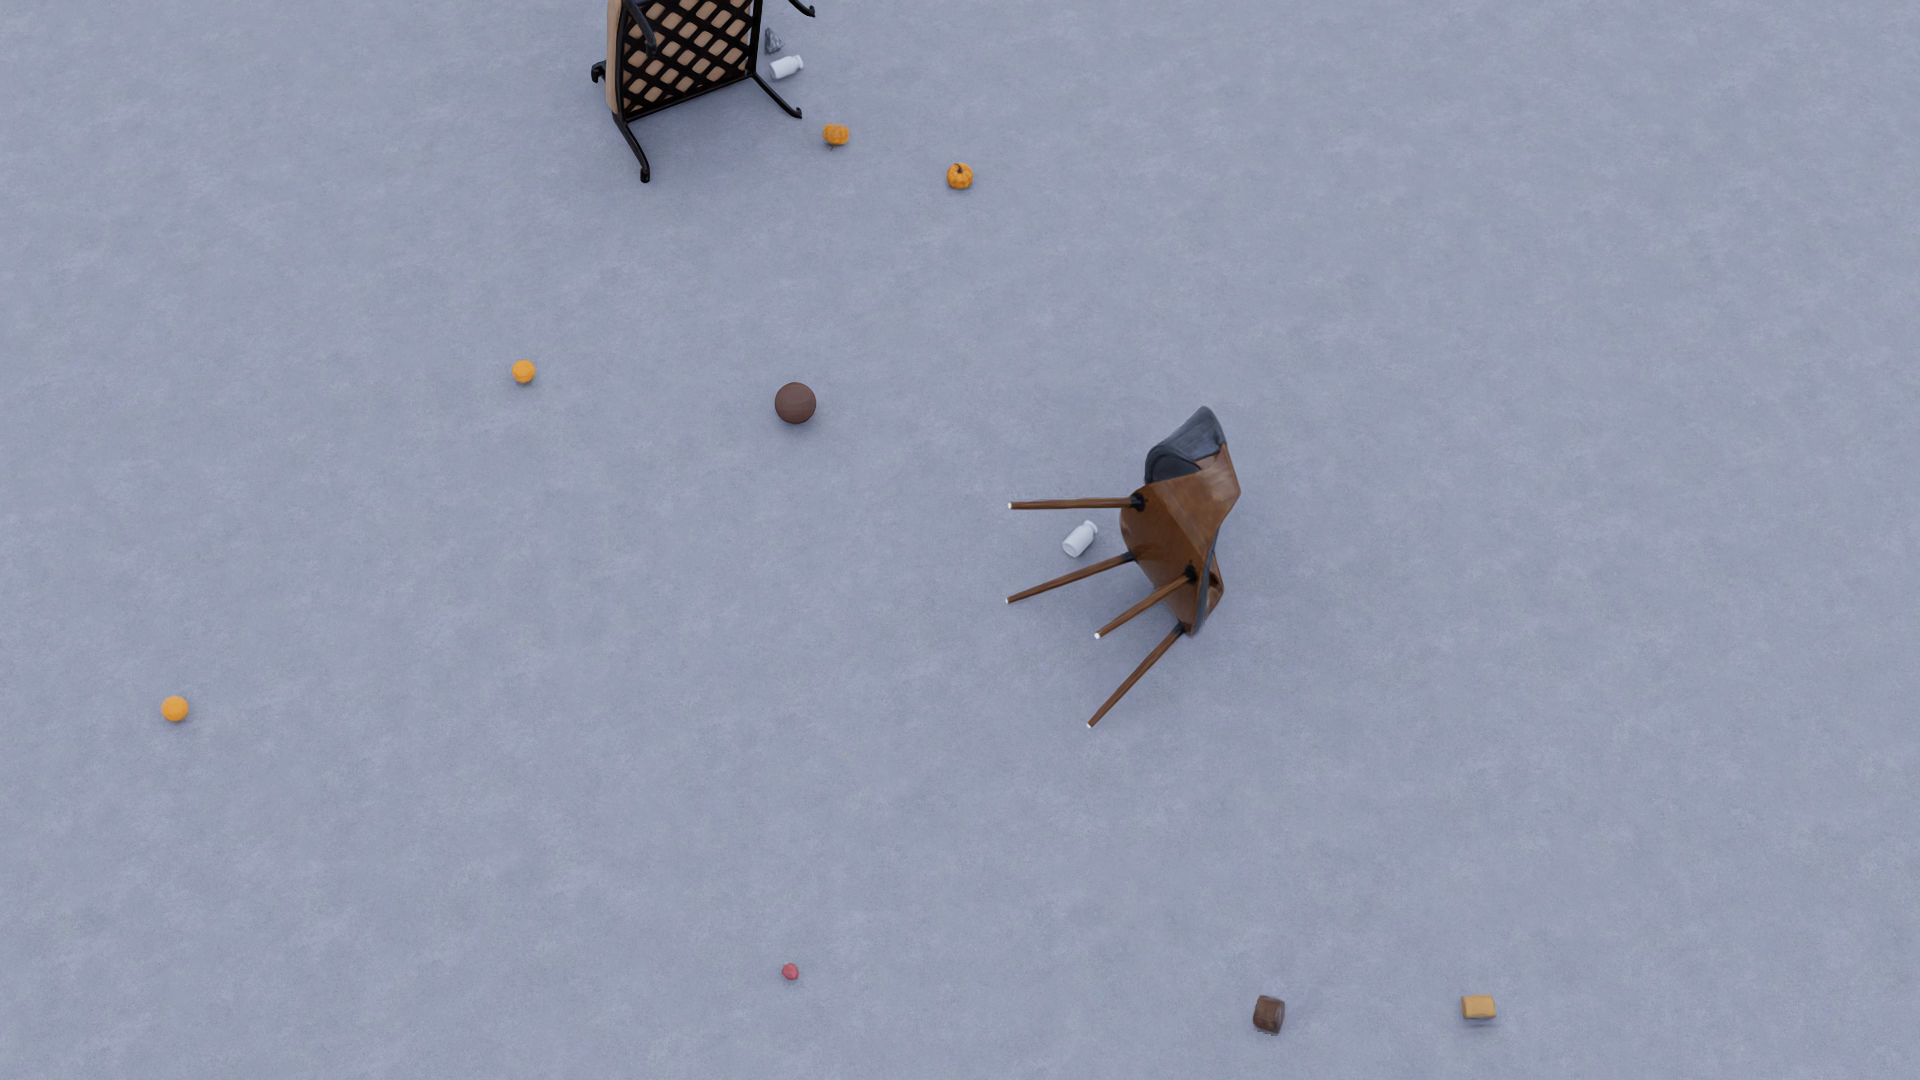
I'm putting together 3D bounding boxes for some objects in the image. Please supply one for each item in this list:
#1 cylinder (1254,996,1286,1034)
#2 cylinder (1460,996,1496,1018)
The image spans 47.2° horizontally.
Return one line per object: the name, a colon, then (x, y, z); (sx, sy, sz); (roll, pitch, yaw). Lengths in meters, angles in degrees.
cylinder: (0.799, 1.225, 5.681); (0.055, 0.109, 0.082); (12, 62, 24)
cylinder: (1.349, 1.216, 5.727); (0.075, 0.047, 0.061); (0, 26, -9)
